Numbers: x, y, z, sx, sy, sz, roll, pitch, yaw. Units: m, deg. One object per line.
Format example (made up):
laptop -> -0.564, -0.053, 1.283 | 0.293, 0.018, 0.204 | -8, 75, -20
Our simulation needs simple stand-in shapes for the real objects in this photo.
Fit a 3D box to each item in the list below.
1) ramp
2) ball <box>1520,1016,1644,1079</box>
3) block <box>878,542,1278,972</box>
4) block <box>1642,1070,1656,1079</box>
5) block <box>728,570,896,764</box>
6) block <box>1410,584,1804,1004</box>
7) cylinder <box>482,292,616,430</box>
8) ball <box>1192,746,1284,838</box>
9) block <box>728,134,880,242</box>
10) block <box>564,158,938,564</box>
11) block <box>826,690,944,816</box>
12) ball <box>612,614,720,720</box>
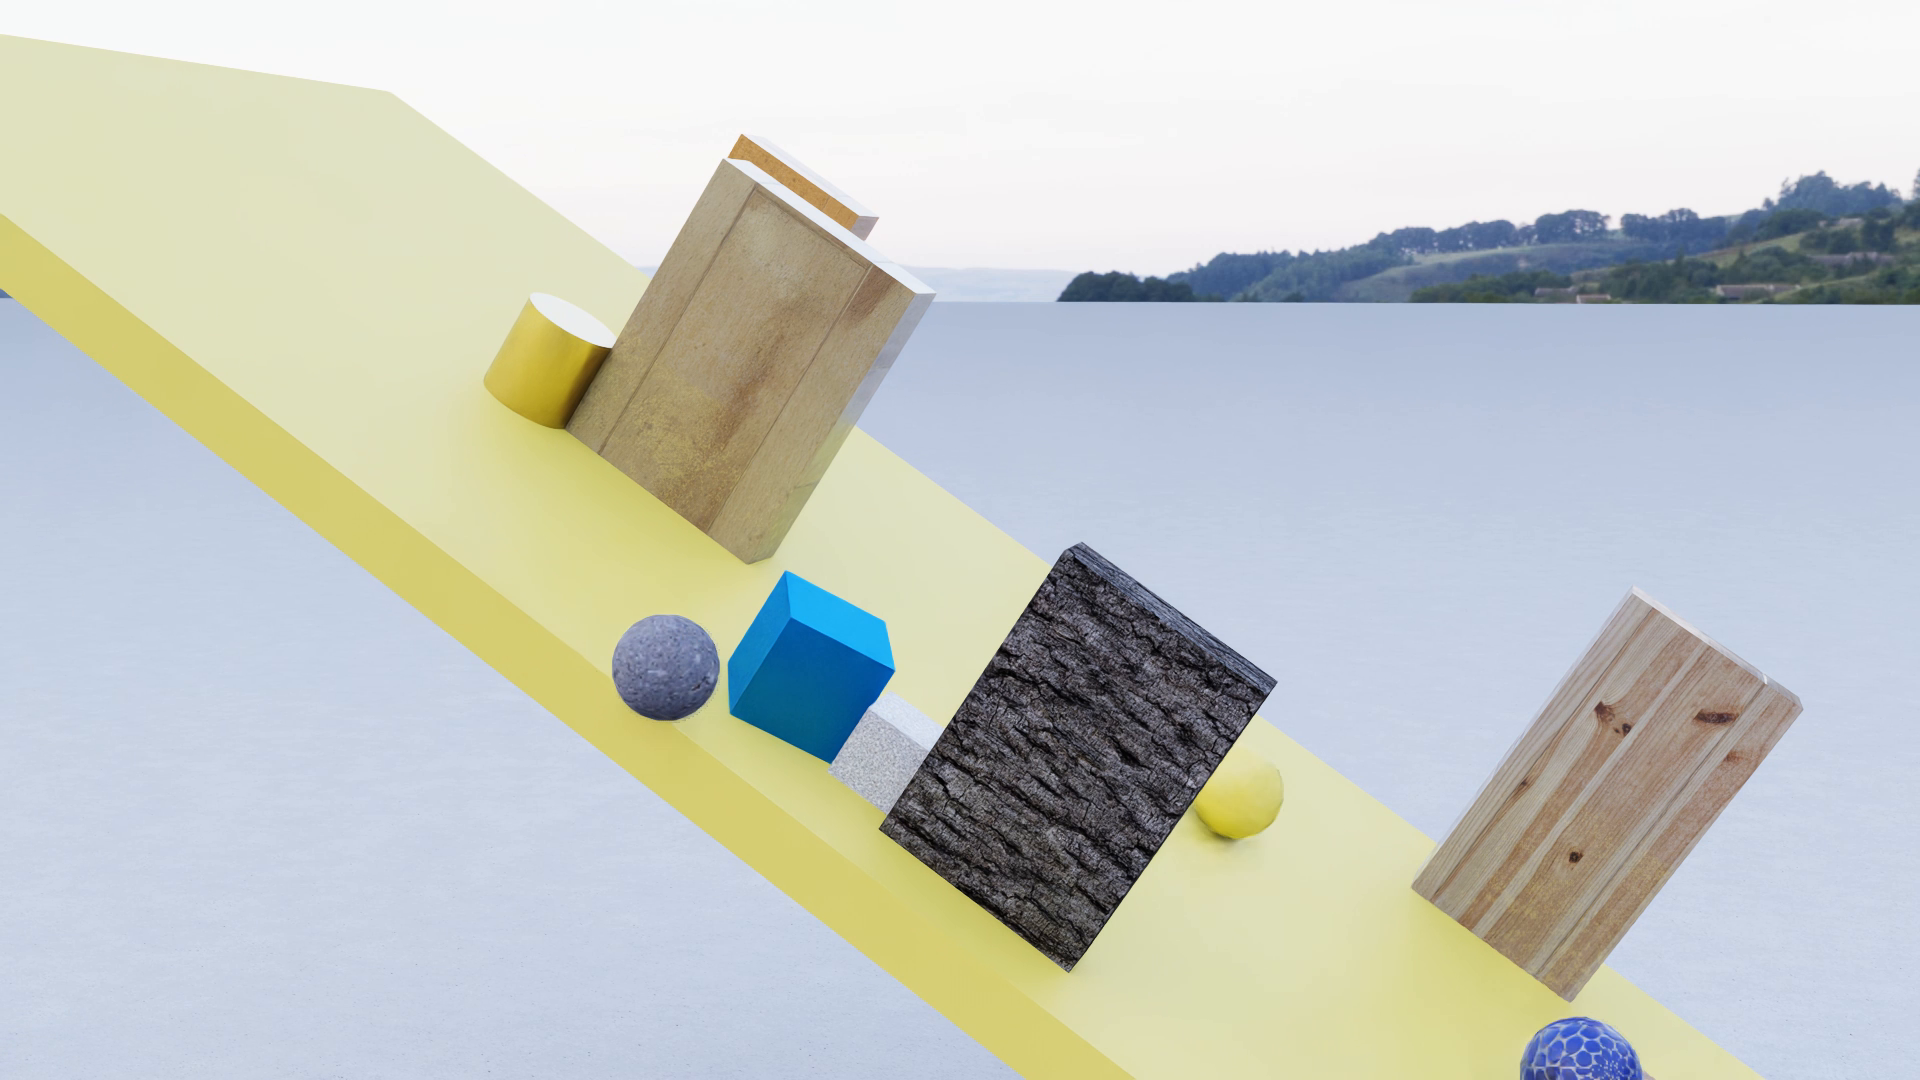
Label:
ramp -> -0.122, 0.207, 4.097 | 4.000, 0.100, 2.000 | 36, 15, 10
ball -> 1.045, 0.906, 3.703 | 0.202, 0.202, 0.202 | 0, 7, 0
block -> 0.167, 0.313, 3.183 | 0.347, 0.507, 0.104 | 36, 15, 10
block -> 1.183, 1.020, 3.757 | 0.134, 0.134, 0.134 | 35, 15, 9
block -> -0.231, 0.194, 3.374 | 0.181, 0.181, 0.181 | 28, 16, -17
block -> 1.277, 0.506, 4.379 | 0.382, 0.743, 0.130 | 36, 15, 10
cylinder -> -0.738, -0.322, 3.964 | 0.178, 0.178, 0.178 | 31, 15, -9
ball -> 0.511, 0.464, 4.056 | 0.171, 0.171, 0.171 | 0, 7, 0
block -> -0.439, -0.507, 4.448 | 0.296, 0.540, 0.123 | 36, 15, 10
block -> -0.377, -0.316, 3.913 | 0.424, 0.574, 0.118 | 36, 15, 10
block -> -0.104, 0.324, 3.340 | 0.122, 0.122, 0.122 | 35, 15, 7
ball -> -0.416, 0.180, 3.108 | 0.151, 0.151, 0.151 | 0, 7, 0
